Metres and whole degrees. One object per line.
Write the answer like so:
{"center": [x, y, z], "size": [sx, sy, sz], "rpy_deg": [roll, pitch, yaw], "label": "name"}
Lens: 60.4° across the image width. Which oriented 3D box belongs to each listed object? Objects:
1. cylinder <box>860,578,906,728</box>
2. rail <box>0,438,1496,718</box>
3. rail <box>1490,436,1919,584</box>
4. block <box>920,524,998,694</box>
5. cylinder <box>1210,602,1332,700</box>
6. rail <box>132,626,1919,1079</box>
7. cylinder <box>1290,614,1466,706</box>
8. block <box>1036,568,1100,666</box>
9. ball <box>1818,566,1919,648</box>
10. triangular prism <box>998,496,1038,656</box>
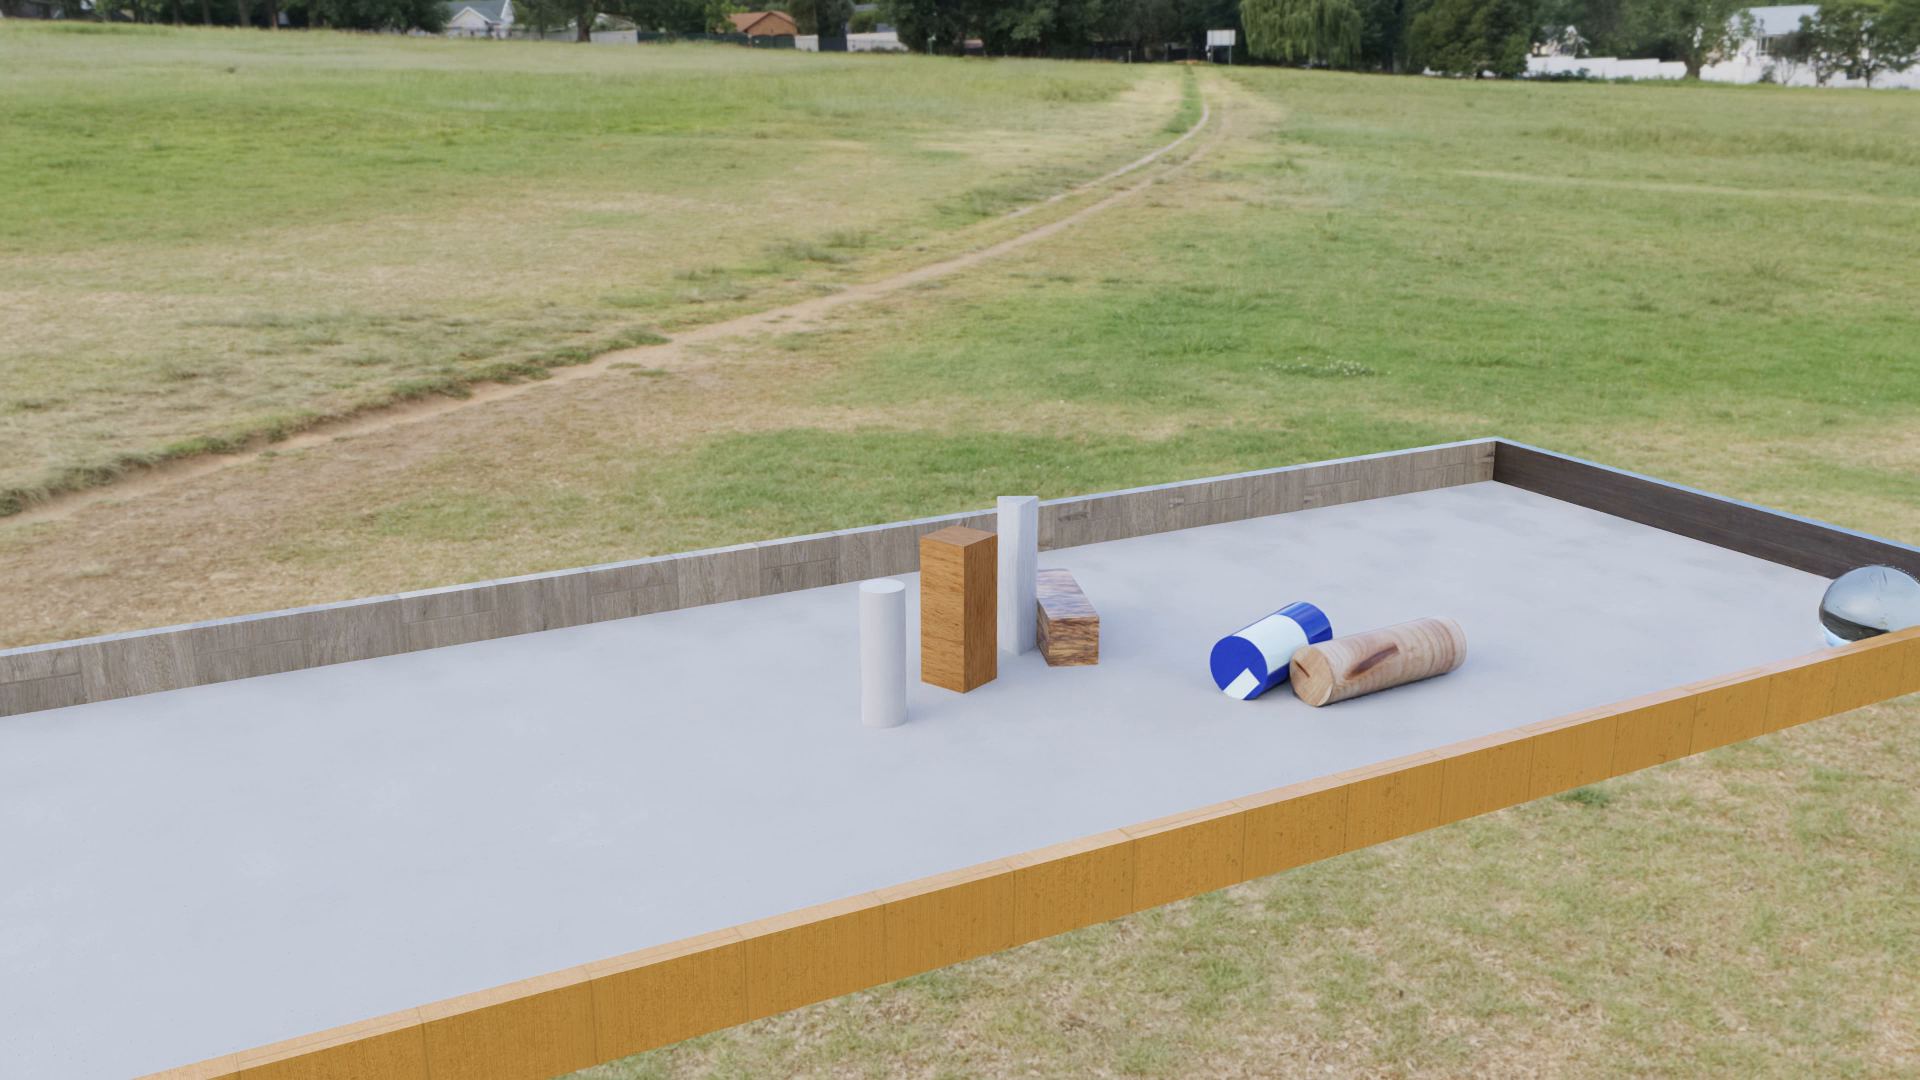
{"center": [-0.180, 0.266, 3.859], "size": [0.107, 0.333, 0.107], "rpy_deg": [0, 16, 0], "label": "cylinder"}
{"center": [-3.305, 0.497, 3.399], "size": [12.000, 0.150, 0.050], "rpy_deg": [-9, 18, -27], "label": "rail"}
{"center": [2.466, -0.048, 5.253], "size": [0.050, 0.150, 2.100], "rpy_deg": [-9, 18, -27], "label": "rail"}
{"center": [-0.002, 0.171, 4.102], "size": [0.136, 0.379, 0.136], "rpy_deg": [12, 20, 36], "label": "block"}
{"center": [0.784, 0.274, 4.138], "size": [0.161, 0.161, 0.337], "rpy_deg": [13, 21, 37], "label": "cylinder"}
{"center": [-2.336, 1.006, 1.665], "size": [12.000, 0.150, 0.050], "rpy_deg": [-9, 18, -27], "label": "rail"}
{"center": [1.040, 0.295, 4.090], "size": [0.456, 0.147, 0.147], "rpy_deg": [-10, 19, -30], "label": "cylinder"}
{"center": [0.264, 0.203, 4.434], "size": [0.130, 0.130, 0.422], "rpy_deg": [-2, 17, -7], "label": "block"}
{"center": [2.347, 0.196, 4.229], "size": [0.259, 0.259, 0.259], "rpy_deg": [0, 16, 0], "label": "ball"}
{"center": [0.164, 0.088, 4.329], "size": [0.090, 0.409, 0.104], "rpy_deg": [-10, 19, -29], "label": "triangular prism"}
